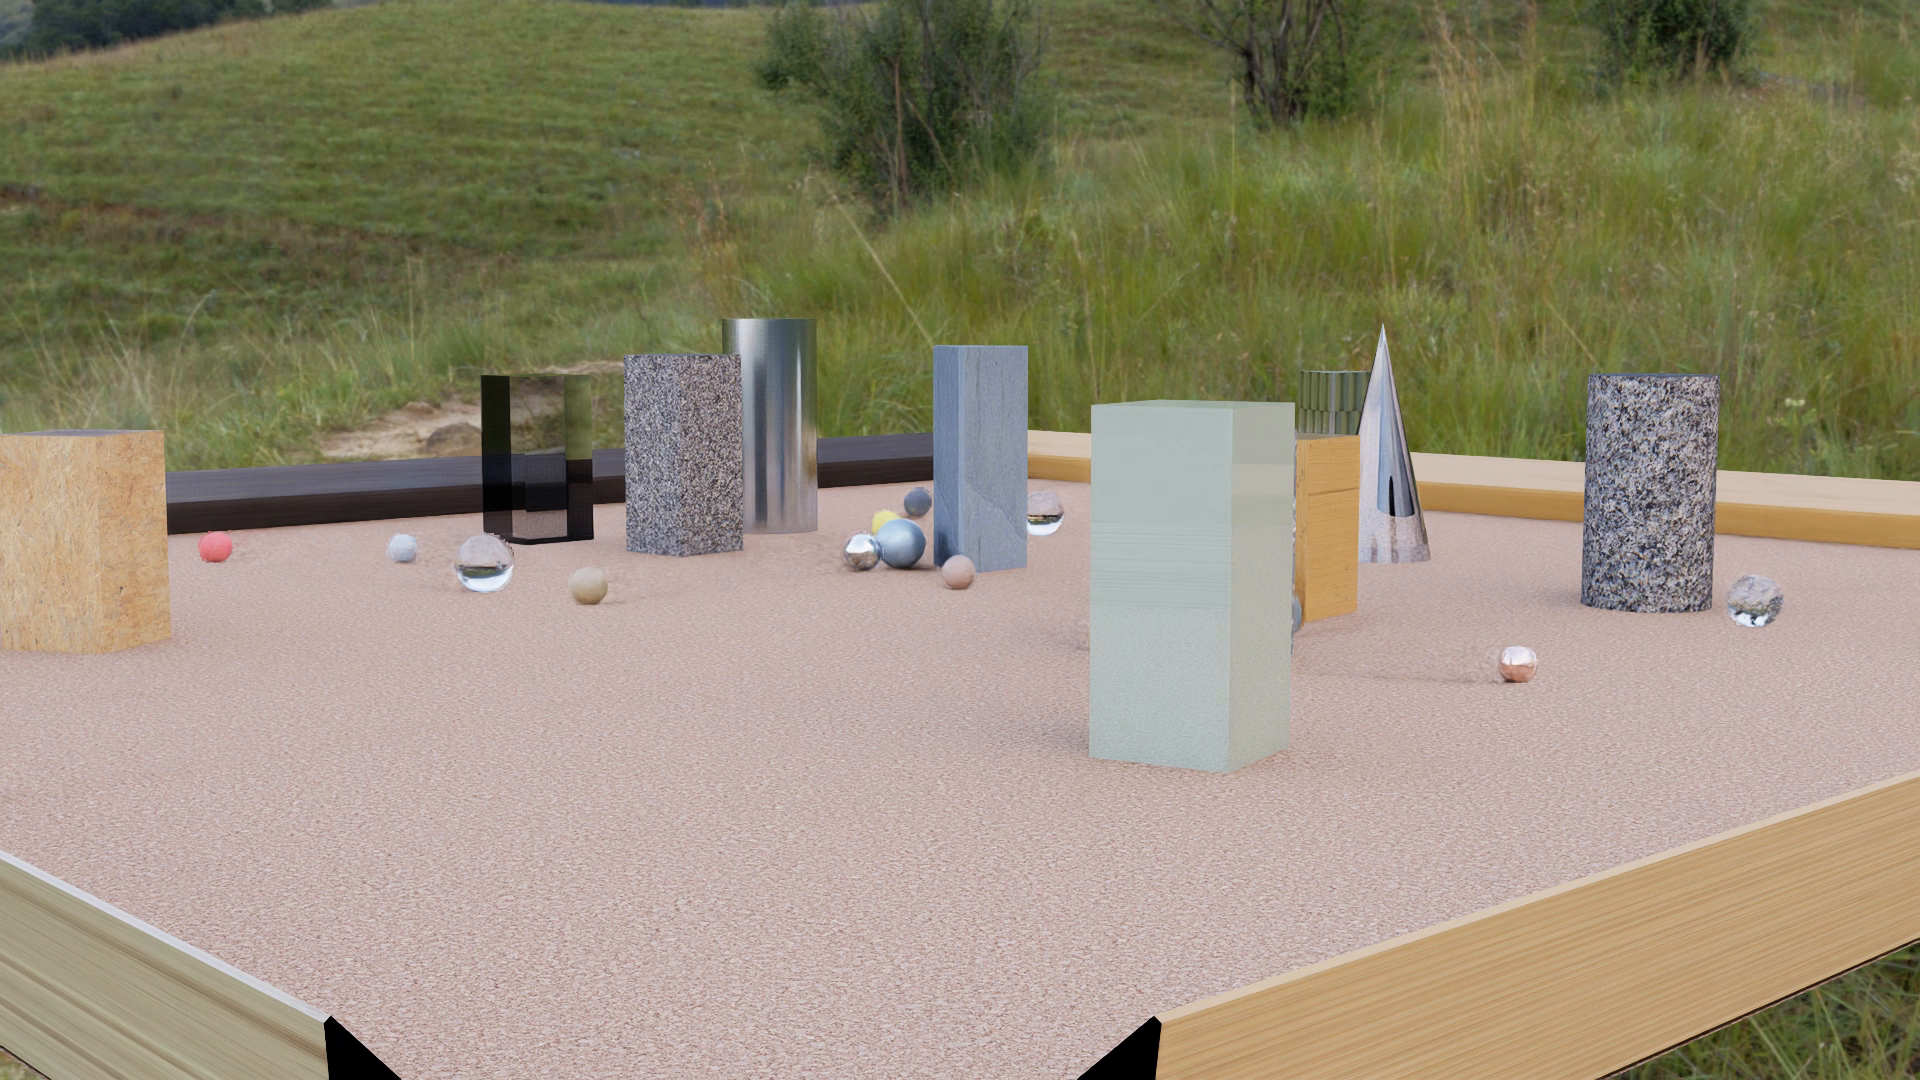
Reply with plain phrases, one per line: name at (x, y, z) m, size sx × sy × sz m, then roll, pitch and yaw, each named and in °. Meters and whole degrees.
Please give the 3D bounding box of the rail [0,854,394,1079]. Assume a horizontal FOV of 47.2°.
rail at (-1.305, 0.158, 2.135) m, size 0.045 × 0.122 × 3.563 m, roll -6°, pitch 8°, yaw -42°

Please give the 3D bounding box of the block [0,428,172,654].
block at (-1.159, -0.002, 2.909) m, size 0.150 × 0.280 × 0.150 m, roll 1°, pitch 6°, yaw 13°

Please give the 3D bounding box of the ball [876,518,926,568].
ball at (-0.102, 0.006, 3.759) m, size 0.086 × 0.086 × 0.086 m, roll 0°, pitch 6°, yaw 0°

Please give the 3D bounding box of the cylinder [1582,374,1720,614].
cylinder at (1.031, -0.074, 3.287) m, size 0.188 × 0.344 × 0.188 m, roll 0°, pitch 6°, yaw 0°

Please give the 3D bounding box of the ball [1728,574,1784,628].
ball at (1.109, 0.085, 3.066) m, size 0.074 × 0.074 × 0.074 m, roll 0°, pitch 6°, yaw 0°

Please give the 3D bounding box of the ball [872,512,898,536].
ball at (-0.140, -0.025, 4.184) m, size 0.059 × 0.059 × 0.059 m, roll 0°, pitch 6°, yaw 0°

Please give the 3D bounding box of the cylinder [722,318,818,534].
cylinder at (-0.379, -0.230, 4.396) m, size 0.188 × 0.422 × 0.188 m, roll 0°, pitch 6°, yaw 0°

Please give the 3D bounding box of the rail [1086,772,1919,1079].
rail at (1.192, 0.168, 2.048) m, size 3.598 × 0.122 × 0.045 m, roll -6°, pitch 8°, yaw -42°

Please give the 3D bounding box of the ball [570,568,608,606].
ball at (-0.557, 0.069, 3.298) m, size 0.057 × 0.057 × 0.057 m, roll 0°, pitch 6°, yaw 0°

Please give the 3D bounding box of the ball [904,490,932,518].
ball at (-0.091, -0.079, 4.683) m, size 0.060 × 0.060 × 0.060 m, roll 0°, pitch 6°, yaw 0°

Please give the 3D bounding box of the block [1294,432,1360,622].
block at (0.479, -0.023, 3.211) m, size 0.150 × 0.259 × 0.150 m, roll 5°, pitch 8°, yaw 38°

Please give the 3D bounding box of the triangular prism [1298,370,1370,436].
triangular prism at (0.703, -0.160, 4.200) m, size 0.163 × 0.323 × 0.141 m, roll -6°, pitch 8°, yaw -43°

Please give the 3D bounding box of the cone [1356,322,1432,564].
cone at (0.748, -0.177, 3.909) m, size 0.188 × 0.418 × 0.188 m, roll 0°, pitch 6°, yaw 0°

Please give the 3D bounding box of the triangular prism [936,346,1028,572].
triangular prism at (0.008, -0.142, 3.760) m, size 0.141 × 0.379 × 0.163 m, roll 6°, pitch 8°, yaw 44°

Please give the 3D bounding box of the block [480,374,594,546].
block at (-0.811, -0.158, 4.215) m, size 0.150 × 0.316 × 0.150 m, roll -6°, pitch 8°, yaw -44°

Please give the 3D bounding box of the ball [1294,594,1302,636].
ball at (0.410, 0.099, 2.899) m, size 0.083 × 0.083 × 0.083 m, roll 0°, pitch 6°, yaw 0°

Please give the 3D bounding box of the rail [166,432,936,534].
rail at (-1.192, -0.104, 4.617) m, size 3.598 × 0.122 × 0.045 m, roll -6°, pitch 8°, yaw -42°

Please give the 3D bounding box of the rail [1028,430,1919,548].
rail at (1.305, -0.095, 4.529) m, size 0.045 × 0.122 × 3.563 m, roll -6°, pitch 8°, yaw -42°

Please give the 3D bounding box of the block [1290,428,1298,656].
block at (0.323, 0.004, 2.808) m, size 0.150 × 0.291 × 0.150 m, roll 5°, pitch 8°, yaw 42°

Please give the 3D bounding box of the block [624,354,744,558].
block at (-0.505, -0.159, 4.018) m, size 0.150 × 0.358 × 0.150 m, roll 5°, pitch 8°, yaw 40°

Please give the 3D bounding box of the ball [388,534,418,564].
ball at (-0.970, 0.016, 3.831) m, size 0.051 × 0.051 × 0.051 m, roll 0°, pitch 6°, yaw 0°

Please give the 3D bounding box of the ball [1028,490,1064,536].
ball at (0.158, -0.053, 4.288) m, size 0.091 × 0.091 × 0.091 m, roll 0°, pitch 6°, yaw 0°

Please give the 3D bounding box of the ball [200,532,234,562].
ball at (-1.299, 0.013, 3.844) m, size 0.054 × 0.054 × 0.054 m, roll 0°, pitch 6°, yaw 0°

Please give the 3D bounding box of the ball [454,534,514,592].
ball at (-0.746, 0.037, 3.448) m, size 0.091 × 0.091 × 0.091 m, roll 0°, pitch 6°, yaw 0°

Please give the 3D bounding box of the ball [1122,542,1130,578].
ball at (0.305, 0.031, 3.500) m, size 0.091 × 0.091 × 0.091 m, roll 0°, pitch 6°, yaw 0°

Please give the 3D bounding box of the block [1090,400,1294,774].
block at (0.232, 0.039, 2.192) m, size 0.150 × 0.349 × 0.150 m, roll 4°, pitch 7°, yaw 31°

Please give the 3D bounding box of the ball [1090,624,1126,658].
ball at (0.189, 0.128, 2.796) m, size 0.045 × 0.045 × 0.045 m, roll 0°, pitch 6°, yaw 0°

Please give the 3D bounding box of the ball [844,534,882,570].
ball at (-0.165, 0.021, 3.722) m, size 0.063 × 0.063 × 0.063 m, roll 0°, pitch 6°, yaw 0°

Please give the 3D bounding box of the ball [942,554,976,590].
ball at (-0.002, 0.051, 3.479) m, size 0.055 × 0.055 × 0.055 m, roll 0°, pitch 6°, yaw 0°

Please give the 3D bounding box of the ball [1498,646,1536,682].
ball at (0.662, 0.147, 2.619) m, size 0.044 × 0.044 × 0.044 m, roll 0°, pitch 6°, yaw 0°
